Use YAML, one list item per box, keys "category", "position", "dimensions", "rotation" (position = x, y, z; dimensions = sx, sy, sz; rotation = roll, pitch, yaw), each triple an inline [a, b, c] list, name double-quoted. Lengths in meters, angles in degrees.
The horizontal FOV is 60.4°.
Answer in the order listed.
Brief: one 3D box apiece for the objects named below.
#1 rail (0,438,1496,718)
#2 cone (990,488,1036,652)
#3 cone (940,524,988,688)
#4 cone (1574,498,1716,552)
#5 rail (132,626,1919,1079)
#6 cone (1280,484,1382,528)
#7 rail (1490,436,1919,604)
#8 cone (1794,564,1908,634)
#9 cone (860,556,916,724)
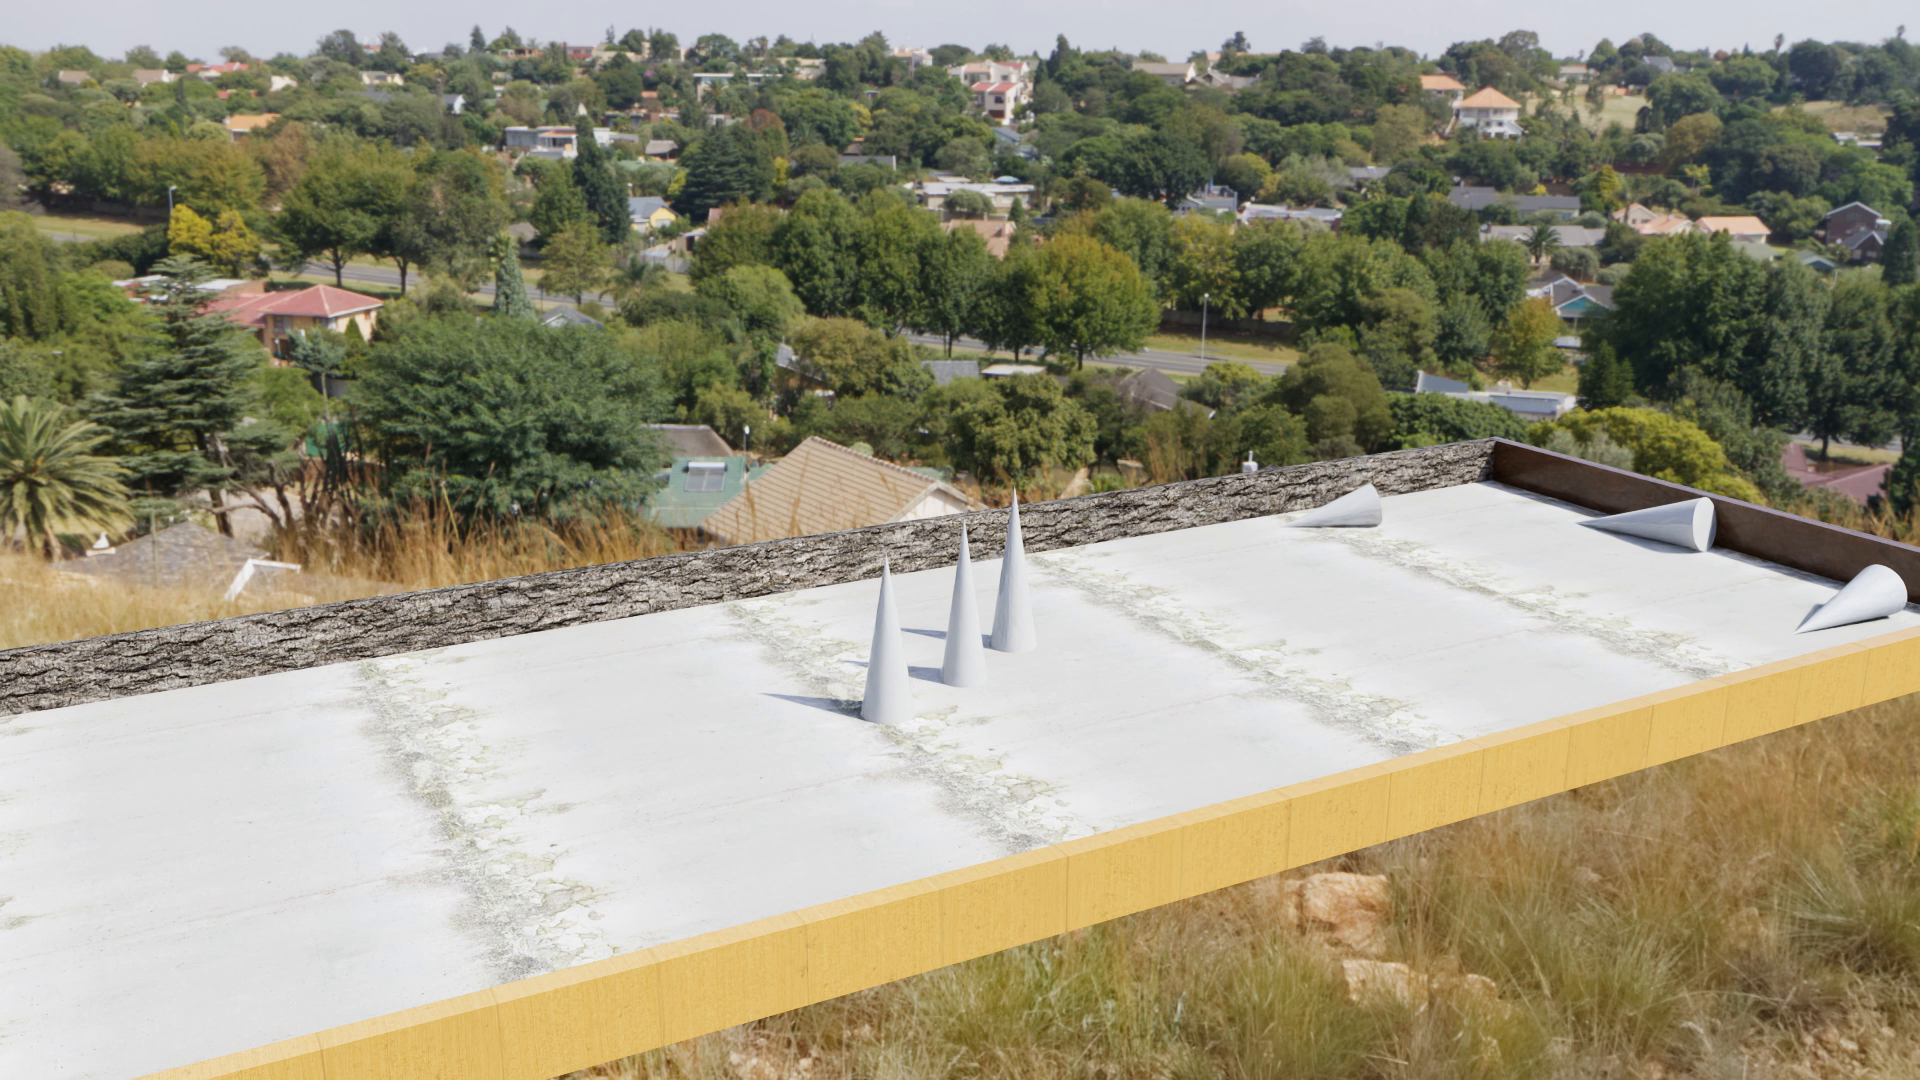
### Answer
- category: "rail"
  position: [-3.305, 0.497, 3.399]
  dimensions: [12.000, 0.150, 0.050]
  rotation: [-9, 18, -27]
- category: "cone"
  position: [0.142, 0.069, 4.342]
  dimensions: [0.126, 0.439, 0.126]
  rotation: [0, 16, 0]
- category: "cone"
  position: [0.010, 0.148, 4.102]
  dimensions: [0.120, 0.423, 0.120]
  rotation: [0, 16, 0]
- category: "cone"
  position: [2.211, -0.053, 5.386]
  dimensions: [0.172, 0.172, 0.441]
  rotation: [-15, 11, -41]
- category: "rail"
  position: [-2.336, 1.006, 1.665]
  dimensions: [12.000, 0.150, 0.050]
  rotation: [-9, 18, -27]
- category: "cone"
  position: [1.226, -0.081, 5.506]
  dimensions: [0.329, 0.143, 0.143]
  rotation: [-14, 18, -3]
- category: "rail"
  position: [2.466, -0.048, 5.253]
  dimensions: [0.050, 0.150, 2.100]
  rotation: [-9, 18, -27]
- category: "cone"
  position: [2.419, 0.199, 4.548]
  dimensions: [0.378, 0.148, 0.148]
  rotation: [-20, 23, -23]
- category: "cone"
  position: [-0.171, 0.222, 3.886]
  dimensions: [0.132, 0.403, 0.132]
  rotation: [0, 16, 0]
